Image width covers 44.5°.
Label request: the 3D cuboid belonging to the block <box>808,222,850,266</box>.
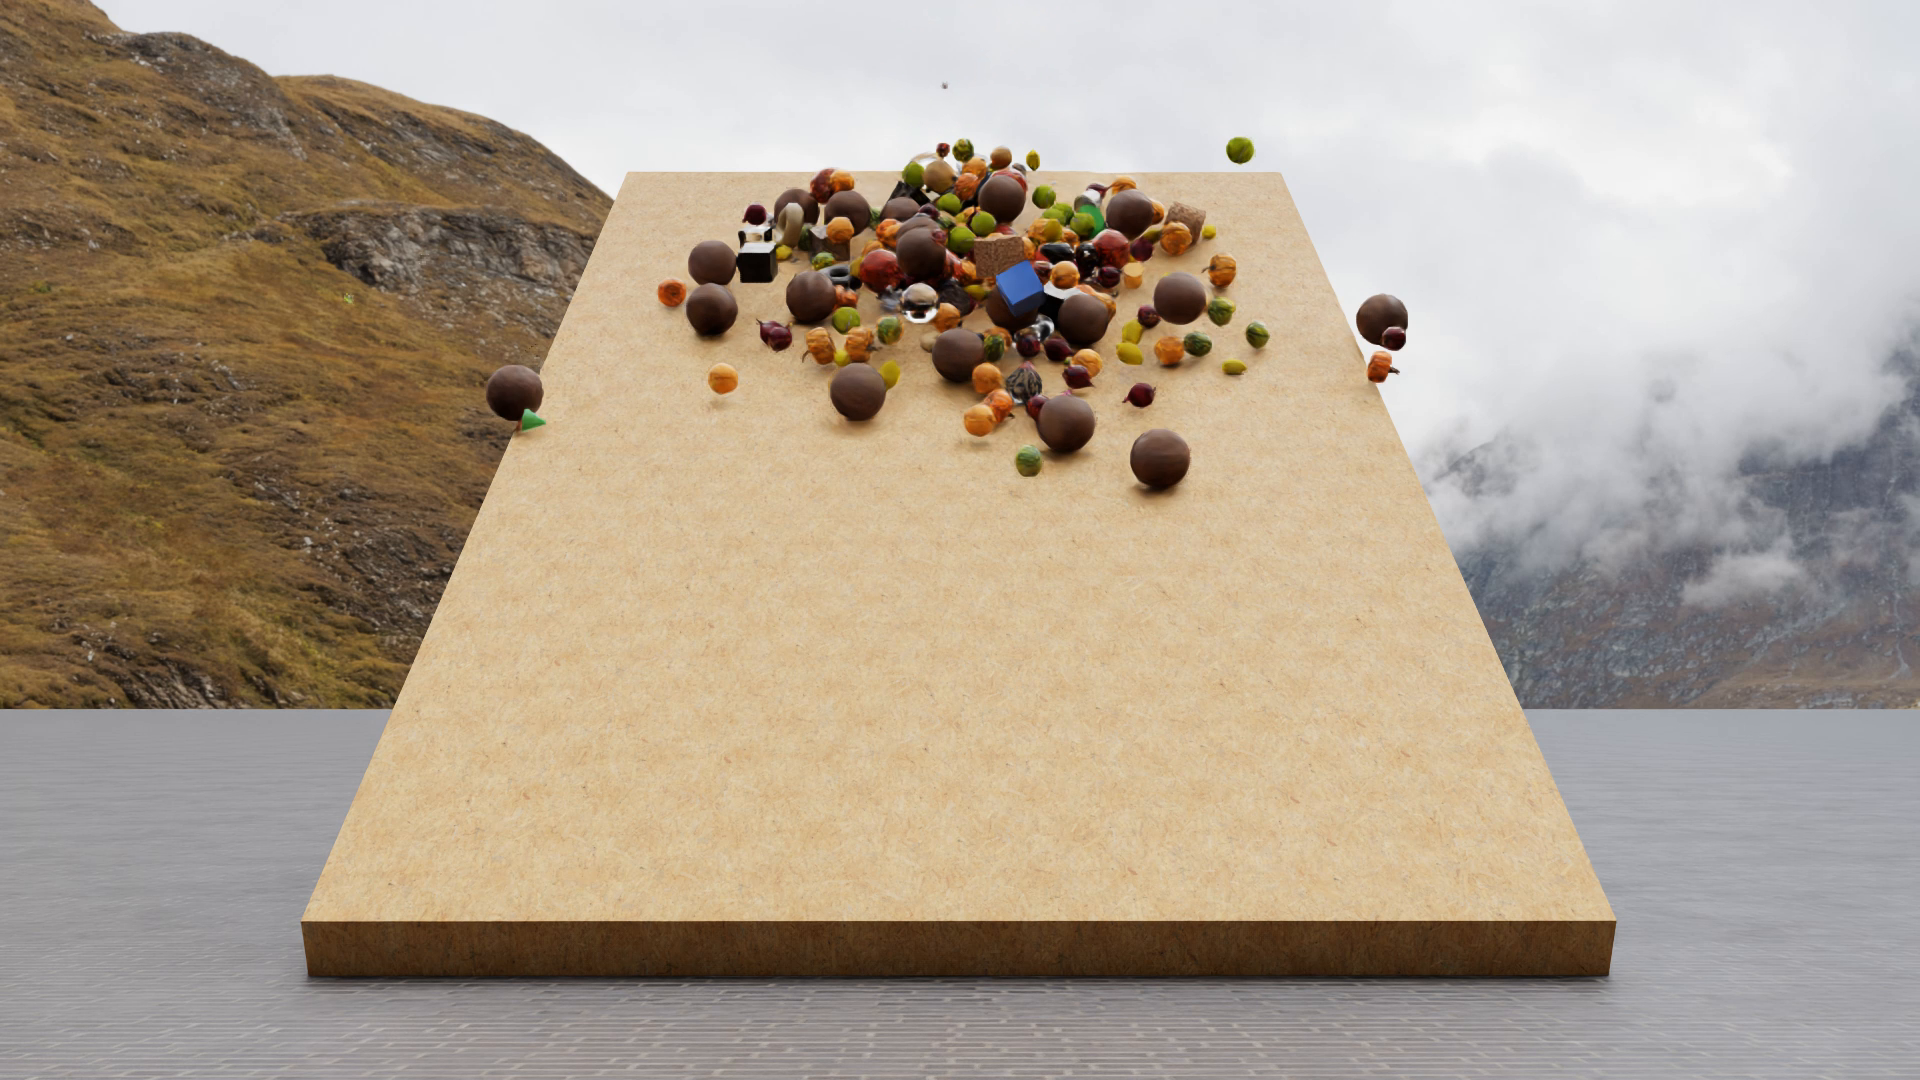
[{"bbox_3d":[-0.356,-0.805,6.383,0.083,0.083,0.083,-17,33,-22],"label":"block"}]

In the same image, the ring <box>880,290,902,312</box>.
[{"bbox_3d":[-0.158,-0.615,6.055,0.100,0.033,0.100,3,27,-2],"label":"ring"}]

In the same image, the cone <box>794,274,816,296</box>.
[{"bbox_3d":[-0.412,-0.672,6.073,0.056,0.056,0.056,44,2,7],"label":"cone"}]

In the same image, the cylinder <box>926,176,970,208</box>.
[{"bbox_3d":[-0.034,-1.019,6.843,0.092,0.092,0.092,16,5,31],"label":"cylinder"}]

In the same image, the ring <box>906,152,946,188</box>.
[{"bbox_3d":[-0.095,-1.102,6.990,0.129,0.043,0.129,-2,-40,-2],"label":"ring"}]

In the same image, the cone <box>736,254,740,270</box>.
[{"bbox_3d":[-0.543,-0.737,6.198,0.069,0.069,0.069,-4,24,45],"label":"cone"}]

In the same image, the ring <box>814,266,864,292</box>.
[{"bbox_3d":[-0.320,-0.689,6.199,0.132,0.044,0.132,0,27,0],"label":"ring"}]

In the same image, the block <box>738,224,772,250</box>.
[{"bbox_3d":[-0.561,-0.822,6.450,0.069,0.069,0.069,9,27,19],"label":"block"}]

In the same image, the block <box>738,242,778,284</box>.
[{"bbox_3d":[-0.516,-0.709,6.000,0.081,0.081,0.081,2,24,7],"label":"block"}]

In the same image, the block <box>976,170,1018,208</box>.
[{"bbox_3d":[0.106,-1.018,6.812,0.082,0.082,0.082,14,-1,29],"label":"block"}]

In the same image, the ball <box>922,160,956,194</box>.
[{"bbox_3d":[-0.060,-1.027,6.631,0.092,0.092,0.092,0,-4,0],"label":"ball"}]

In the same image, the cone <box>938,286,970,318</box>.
[{"bbox_3d":[-0.006,-0.602,5.880,0.082,0.082,0.082,-1,13,13],"label":"cone"}]

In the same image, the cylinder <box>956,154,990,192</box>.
[{"bbox_3d":[0.044,-1.070,6.913,0.097,0.097,0.097,-1,-45,9],"label":"cylinder"}]

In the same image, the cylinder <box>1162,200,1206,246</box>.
[{"bbox_3d":[0.624,-0.882,6.525,0.098,0.098,0.098,19,-2,6],"label":"cylinder"}]

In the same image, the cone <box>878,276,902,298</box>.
[{"bbox_3d":[-0.189,-0.645,6.123,0.065,0.065,0.065,-26,-7,6],"label":"cone"}]

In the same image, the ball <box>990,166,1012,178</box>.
[{"bbox_3d":[0.127,-1.096,7.029,0.073,0.073,0.073,0,-4,0],"label":"ball"}]

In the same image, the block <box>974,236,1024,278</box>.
[{"bbox_3d":[0.099,-0.711,5.878,0.092,0.092,0.092,-11,12,-25],"label":"block"}]

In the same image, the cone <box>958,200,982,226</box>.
[{"bbox_3d":[0.013,-0.930,6.725,0.072,0.072,0.072,2,-6,-30],"label":"cone"}]

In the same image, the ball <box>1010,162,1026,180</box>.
[{"bbox_3d":[0.172,-1.097,6.972,0.052,0.052,0.052,0,-4,0],"label":"ball"}]

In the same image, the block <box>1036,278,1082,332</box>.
[{"bbox_3d":[0.246,-0.591,5.915,0.087,0.087,0.087,21,33,9],"label":"block"}]

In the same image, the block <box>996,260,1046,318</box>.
[{"bbox_3d":[0.147,-0.602,5.626,0.086,0.086,0.086,-27,-17,-3],"label":"block"}]

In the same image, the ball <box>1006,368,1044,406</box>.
[{"bbox_3d":[0.149,-0.355,5.443,0.087,0.087,0.087,0,-4,0],"label":"ball"}]

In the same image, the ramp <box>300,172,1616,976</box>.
[{"bbox_3d":[-0.009,-0.229,5.394,2.000,0.100,4.000,0,25,0],"label":"ramp"}]

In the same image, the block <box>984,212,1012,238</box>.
[{"bbox_3d":[0.107,-0.887,6.607,0.055,0.055,0.055,16,30,30],"label":"block"}]

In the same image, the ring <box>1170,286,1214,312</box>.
[{"bbox_3d":[0.600,-0.624,6.071,0.118,0.039,0.118,2,26,-1],"label":"ring"}]

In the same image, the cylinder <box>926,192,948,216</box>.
[{"bbox_3d":[-0.073,-0.970,6.778,0.059,0.059,0.059,2,22,-29],"label":"cylinder"}]

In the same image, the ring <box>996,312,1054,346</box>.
[{"bbox_3d":[0.162,-0.525,5.843,0.145,0.048,0.145,-5,28,3],"label":"ring"}]

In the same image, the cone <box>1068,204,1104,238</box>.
[{"bbox_3d":[0.338,-0.889,6.623,0.099,0.099,0.099,3,-9,-37],"label":"cone"}]

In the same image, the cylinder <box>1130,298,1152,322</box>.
[{"bbox_3d":[0.461,-0.583,5.970,0.050,0.050,0.050,5,-7,1],"label":"cylinder"}]

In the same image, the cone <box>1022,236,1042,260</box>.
[{"bbox_3d":[0.183,-0.755,6.129,0.055,0.055,0.055,7,-33,4],"label":"cone"}]

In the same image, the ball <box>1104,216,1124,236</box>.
[{"bbox_3d":[0.433,-0.886,6.600,0.056,0.056,0.056,0,-4,0],"label":"ball"}]

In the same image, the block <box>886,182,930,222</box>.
[{"bbox_3d":[-0.146,-0.961,6.659,0.074,0.074,0.074,25,-9,42],"label":"block"}]

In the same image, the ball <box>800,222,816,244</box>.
[{"bbox_3d":[-0.420,-0.856,6.535,0.058,0.058,0.058,0,-4,0],"label":"ball"}]

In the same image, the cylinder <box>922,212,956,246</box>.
[{"bbox_3d":[-0.058,-0.865,6.507,0.079,0.079,0.079,-1,19,19],"label":"cylinder"}]

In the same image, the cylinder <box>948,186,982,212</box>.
[{"bbox_3d":[0.015,-0.979,6.772,0.072,0.072,0.072,4,21,-43],"label":"cylinder"}]

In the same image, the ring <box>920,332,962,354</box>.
[{"bbox_3d":[-0.047,-0.487,5.783,0.103,0.034,0.103,1,24,-1],"label":"ring"}]

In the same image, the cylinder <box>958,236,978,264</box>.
[{"bbox_3d":[0.025,-0.780,6.304,0.053,0.053,0.053,15,-39,13],"label":"cylinder"}]

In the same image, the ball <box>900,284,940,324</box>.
[{"bbox_3d":[-0.097,-0.572,5.662,0.097,0.097,0.097,0,-4,0],"label":"ball"}]

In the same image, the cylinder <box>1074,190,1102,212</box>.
[{"bbox_3d":[0.370,-0.976,6.786,0.063,0.063,0.063,-2,22,28],"label":"cylinder"}]

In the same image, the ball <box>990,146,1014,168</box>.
[{"bbox_3d":[0.119,-1.097,6.716,0.065,0.065,0.065,0,-4,0],"label":"ball"}]

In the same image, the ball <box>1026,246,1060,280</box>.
[{"bbox_3d":[0.216,-0.730,6.192,0.092,0.092,0.092,0,-4,0],"label":"ball"}]

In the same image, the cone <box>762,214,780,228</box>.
[{"bbox_3d":[-0.525,-0.911,6.635,0.054,0.054,0.054,-28,3,-15],"label":"cone"}]
